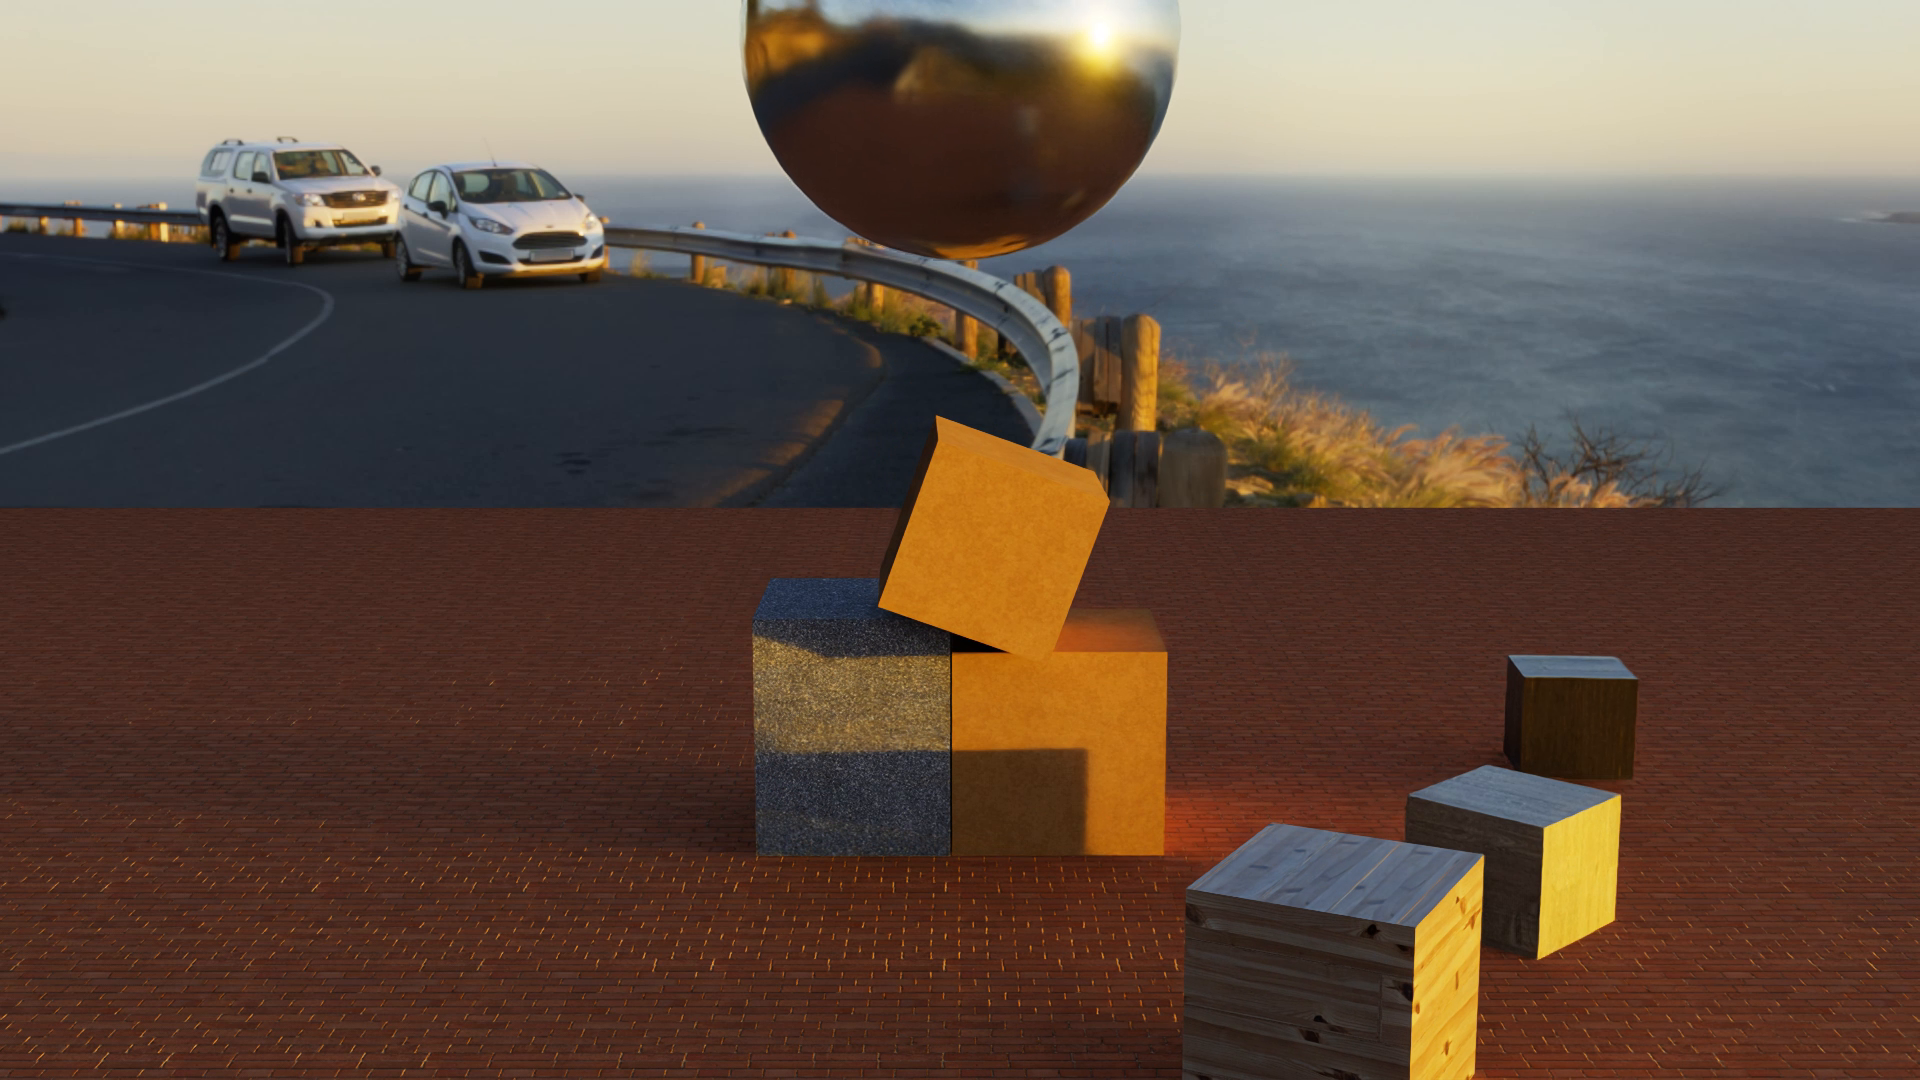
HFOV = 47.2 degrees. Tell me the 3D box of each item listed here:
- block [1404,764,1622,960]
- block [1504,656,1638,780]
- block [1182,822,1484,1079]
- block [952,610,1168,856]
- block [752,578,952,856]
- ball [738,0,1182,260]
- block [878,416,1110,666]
[{"bbox_3d":[2.496,1.442,9.960,0.689,0.599,0.683,10,14,43],"label":"block"},{"bbox_3d":[3.454,0.999,12.465,0.618,0.575,0.534,1,10,4],"label":"block"},{"bbox_3d":[1.384,1.639,8.117,0.839,0.871,0.880,5,12,28],"label":"block"},{"bbox_3d":[0.488,0.968,11.340,1.053,1.037,1.001,0,10,0],"label":"block"},{"bbox_3d":[-0.528,0.887,11.318,0.964,1.205,1.015,0,10,0],"label":"block"},{"bbox_3d":[0.000,-1.822,7.977,1.600,1.600,1.600,0,10,0],"label":"ball"},{"bbox_3d":[0.148,-0.016,10.809,0.860,0.844,0.877,19,10,-5],"label":"block"}]
